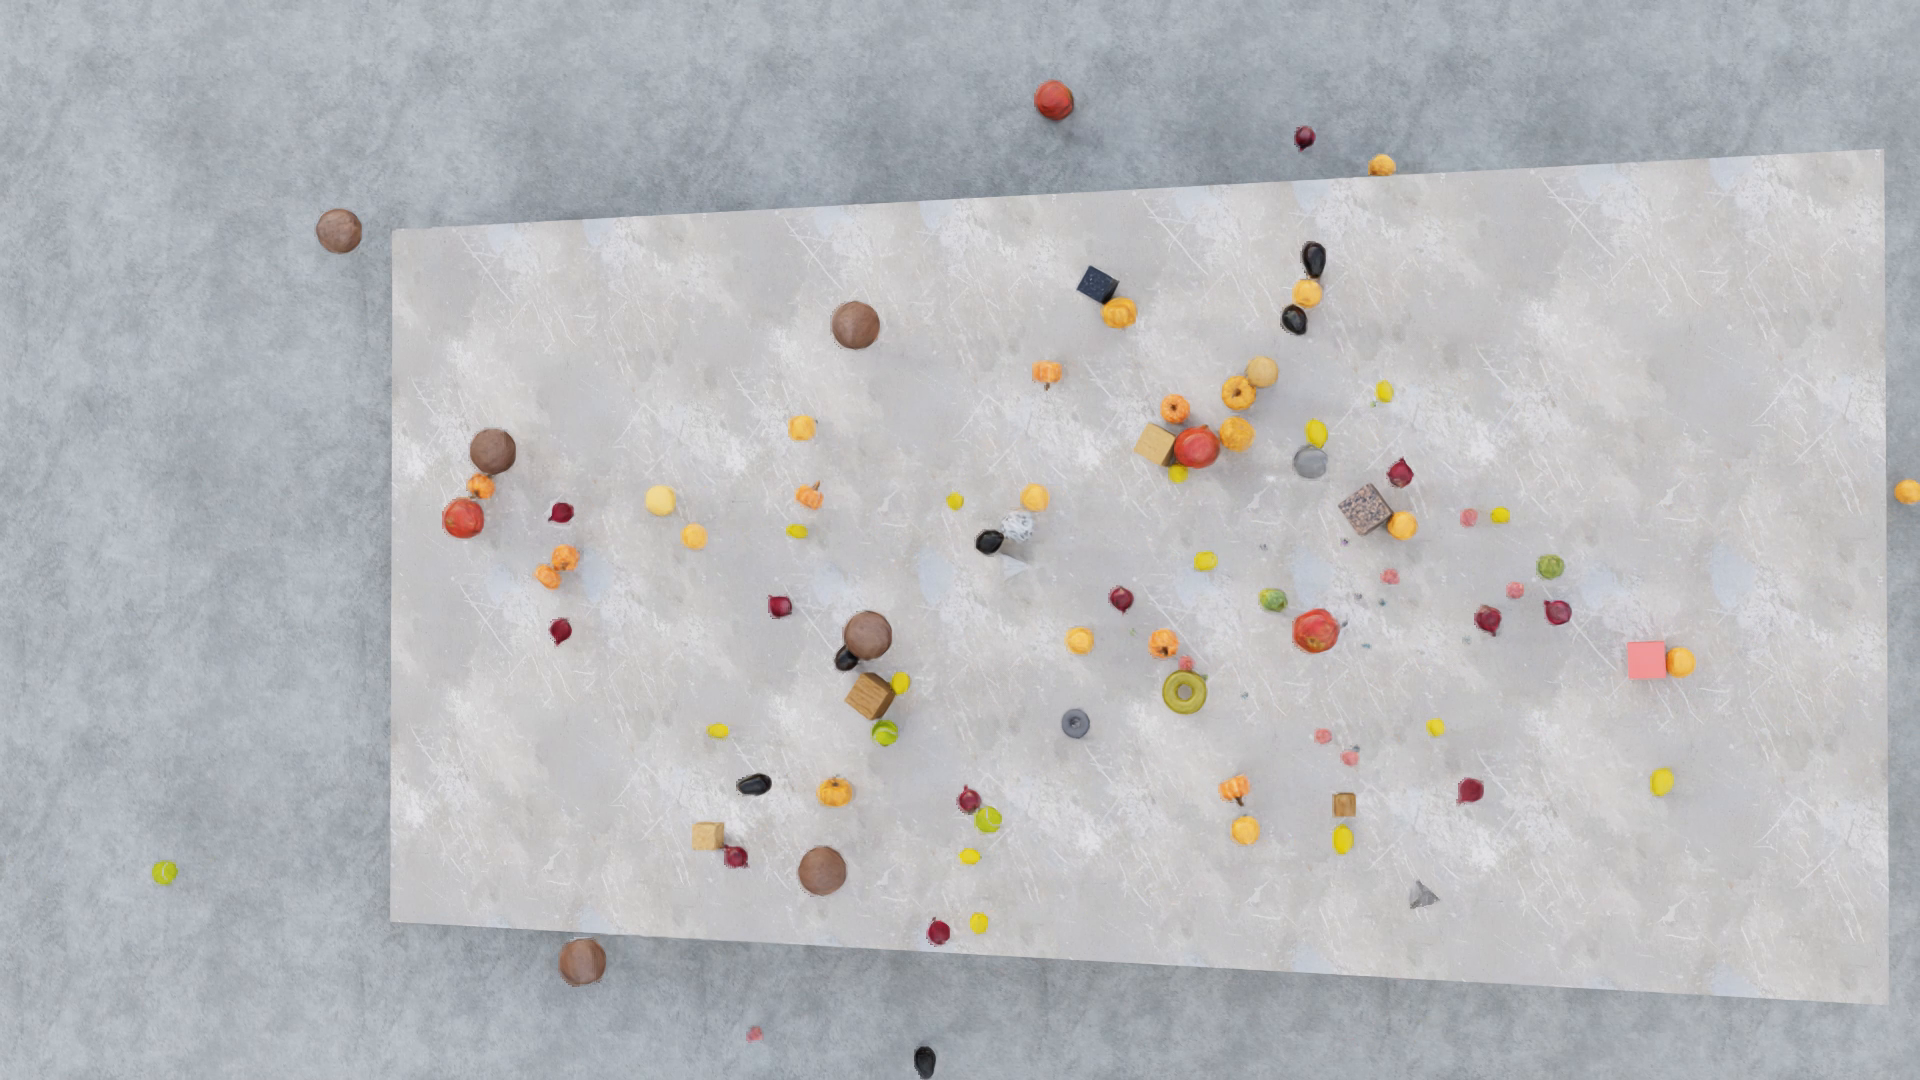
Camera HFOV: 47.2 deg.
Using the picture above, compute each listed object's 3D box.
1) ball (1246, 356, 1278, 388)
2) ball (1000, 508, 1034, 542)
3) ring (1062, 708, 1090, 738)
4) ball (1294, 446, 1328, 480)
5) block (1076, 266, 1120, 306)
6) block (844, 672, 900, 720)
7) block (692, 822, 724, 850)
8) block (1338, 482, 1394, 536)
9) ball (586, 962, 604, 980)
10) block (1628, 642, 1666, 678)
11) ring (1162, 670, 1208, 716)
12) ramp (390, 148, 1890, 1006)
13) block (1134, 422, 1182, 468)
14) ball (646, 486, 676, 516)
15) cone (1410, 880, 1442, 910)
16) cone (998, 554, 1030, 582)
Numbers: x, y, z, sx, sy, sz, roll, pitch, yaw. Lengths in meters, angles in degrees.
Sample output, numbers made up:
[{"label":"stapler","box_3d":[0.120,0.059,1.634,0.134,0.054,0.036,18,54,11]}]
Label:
[{"label":"ball","box_3d":[0.764,-0.424,5.550,0.081,0.081,0.081,0,89,0]},{"label":"ball","box_3d":[0.150,-0.038,5.738,0.088,0.088,0.088,0,89,0]},{"label":"ring","box_3d":[0.300,0.477,5.716,0.077,0.026,0.077,0,89,17]},{"label":"ball","box_3d":[0.880,-0.195,5.507,0.086,0.086,0.086,0,89,0]},{"label":"block","box_3d":[0.357,-0.658,5.689,0.072,0.072,0.072,31,98,16]},{"label":"block","box_3d":[-0.235,0.415,5.855,0.090,0.090,0.090,35,100,15]},{"label":"block","box_3d":[-0.687,0.809,6.006,0.067,0.067,0.067,-1,89,18]},{"label":"block","box_3d":[1.009,-0.074,5.460,0.094,0.094,0.094,-37,79,14]},{"label":"ball","box_3d":[-1.064,1.256,6.413,0.050,0.050,0.050,0,89,0]},{"label":"block","box_3d":[1.642,0.286,5.256,0.085,0.085,0.085,-3,88,18]},{"label":"ring","box_3d":[0.574,0.389,5.622,0.117,0.039,0.117,-1,88,19]},{"label":"ramp","box_3d":[0.275,0.093,5.795,4.000,0.100,2.000,0,89,18]},{"label":"block","box_3d":[0.506,-0.244,5.630,0.082,0.082,0.082,30,98,16]},{"label":"ball","box_3d":[-0.824,-0.108,6.053,0.086,0.086,0.086,0,89,0]},{"label":"cone","box_3d":[1.158,0.884,5.431,0.072,0.072,0.072,14,89,-9]},{"label":"cone","box_3d":[0.147,0.070,5.765,0.078,0.078,0.078,-4,89,-9]}]
